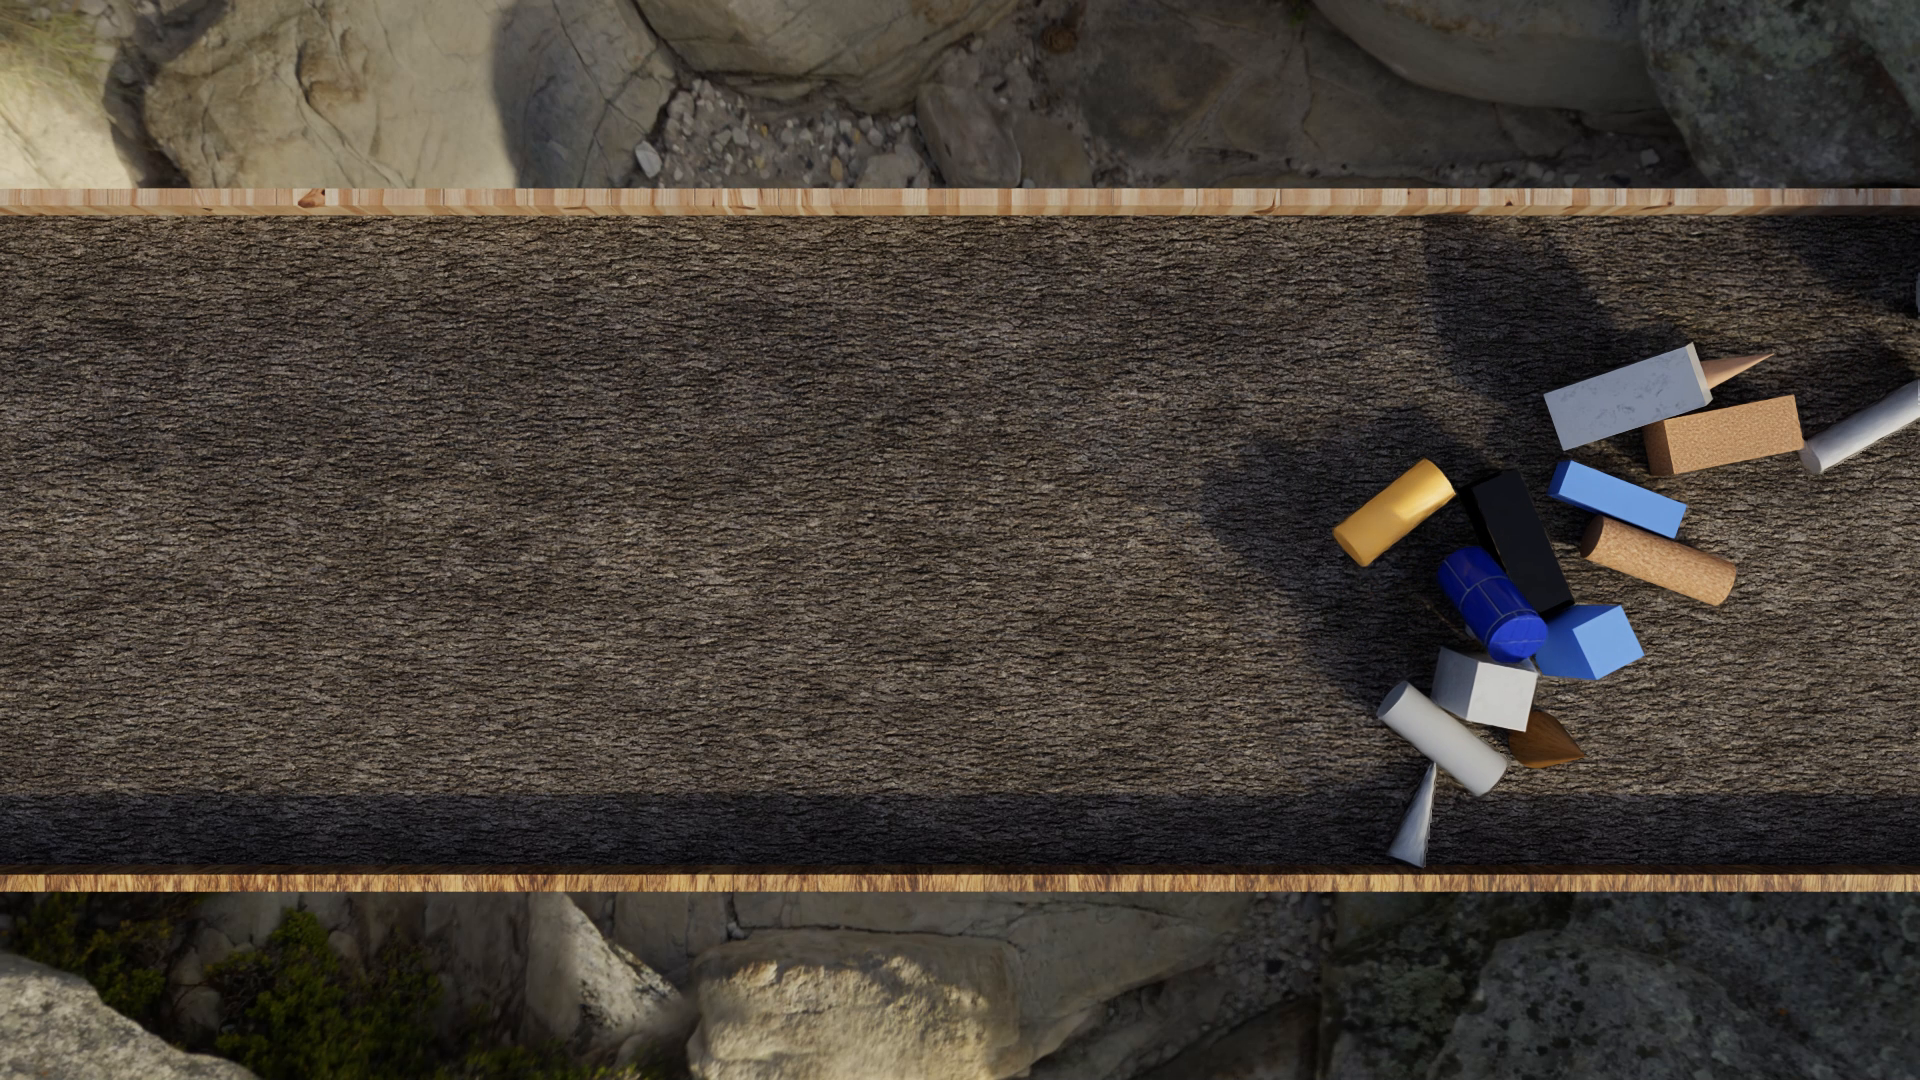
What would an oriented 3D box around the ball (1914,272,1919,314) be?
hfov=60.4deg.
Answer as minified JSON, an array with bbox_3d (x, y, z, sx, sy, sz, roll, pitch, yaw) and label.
[{"bbox_3d":[3.053,-0.744,4.880,0.394,0.394,0.394,0,90,0],"label":"ball"}]

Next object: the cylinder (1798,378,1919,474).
[{"bbox_3d":[2.783,-0.357,5.025,0.447,0.103,0.103,-29,90,0],"label":"cylinder"}]

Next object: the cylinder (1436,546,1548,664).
[{"bbox_3d":[1.570,0.189,4.884,0.179,0.347,0.179,-7,126,-10],"label":"cylinder"}]

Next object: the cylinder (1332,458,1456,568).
[{"bbox_3d":[1.315,-0.081,5.003,0.346,0.148,0.148,-38,90,0],"label":"cylinder"}]

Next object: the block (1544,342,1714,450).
[{"bbox_3d":[1.980,-0.425,4.892,0.411,0.180,0.180,-20,90,32],"label":"block"}]

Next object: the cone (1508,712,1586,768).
[{"bbox_3d":[1.777,0.615,4.877,0.176,0.398,0.176,0,90,0],"label":"cone"}]

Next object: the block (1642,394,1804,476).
[{"bbox_3d":[2.306,-0.315,4.994,0.396,0.164,0.164,-11,90,0],"label":"block"}]

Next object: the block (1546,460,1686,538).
[{"bbox_3d":[1.997,-0.122,5.023,0.374,0.108,0.108,21,90,0],"label":"block"}]

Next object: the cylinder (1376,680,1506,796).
[{"bbox_3d":[1.460,0.601,5.006,0.382,0.142,0.142,38,90,0],"label":"cylinder"}]

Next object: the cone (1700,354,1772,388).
[{"bbox_3d":[2.226,-0.494,4.888,0.375,0.162,0.162,-20,90,44],"label":"cone"}]

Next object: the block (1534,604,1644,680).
[{"bbox_3d":[1.841,0.300,4.894,0.160,0.350,0.160,-26,90,-6],"label":"block"}]

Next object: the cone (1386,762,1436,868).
[{"bbox_3d":[1.413,0.805,5.048,0.114,0.114,0.373,20,81,0],"label":"cone"}]

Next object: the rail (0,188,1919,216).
[{"bbox_3d":[-2.247,-1.025,5.002,12.000,0.150,0.050,0,90,0],"label":"rail"}]

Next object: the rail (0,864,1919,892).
[{"bbox_3d":[-2.247,1.025,5.001,12.000,0.150,0.050,0,90,0],"label":"rail"}]

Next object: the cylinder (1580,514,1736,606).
[{"bbox_3d":[2.116,0.061,5.006,0.422,0.141,0.141,20,90,0],"label":"cylinder"}]

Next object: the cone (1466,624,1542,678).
[{"bbox_3d":[1.634,0.324,4.888,0.119,0.362,0.119,-4,114,-9],"label":"cone"}]

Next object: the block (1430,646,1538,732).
[{"bbox_3d":[1.543,0.436,4.880,0.172,0.385,0.172,11,93,0],"label":"block"}]

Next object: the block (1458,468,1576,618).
[{"bbox_3d":[1.685,0.016,5.003,0.148,0.148,0.441,-23,90,0],"label":"block"}]
